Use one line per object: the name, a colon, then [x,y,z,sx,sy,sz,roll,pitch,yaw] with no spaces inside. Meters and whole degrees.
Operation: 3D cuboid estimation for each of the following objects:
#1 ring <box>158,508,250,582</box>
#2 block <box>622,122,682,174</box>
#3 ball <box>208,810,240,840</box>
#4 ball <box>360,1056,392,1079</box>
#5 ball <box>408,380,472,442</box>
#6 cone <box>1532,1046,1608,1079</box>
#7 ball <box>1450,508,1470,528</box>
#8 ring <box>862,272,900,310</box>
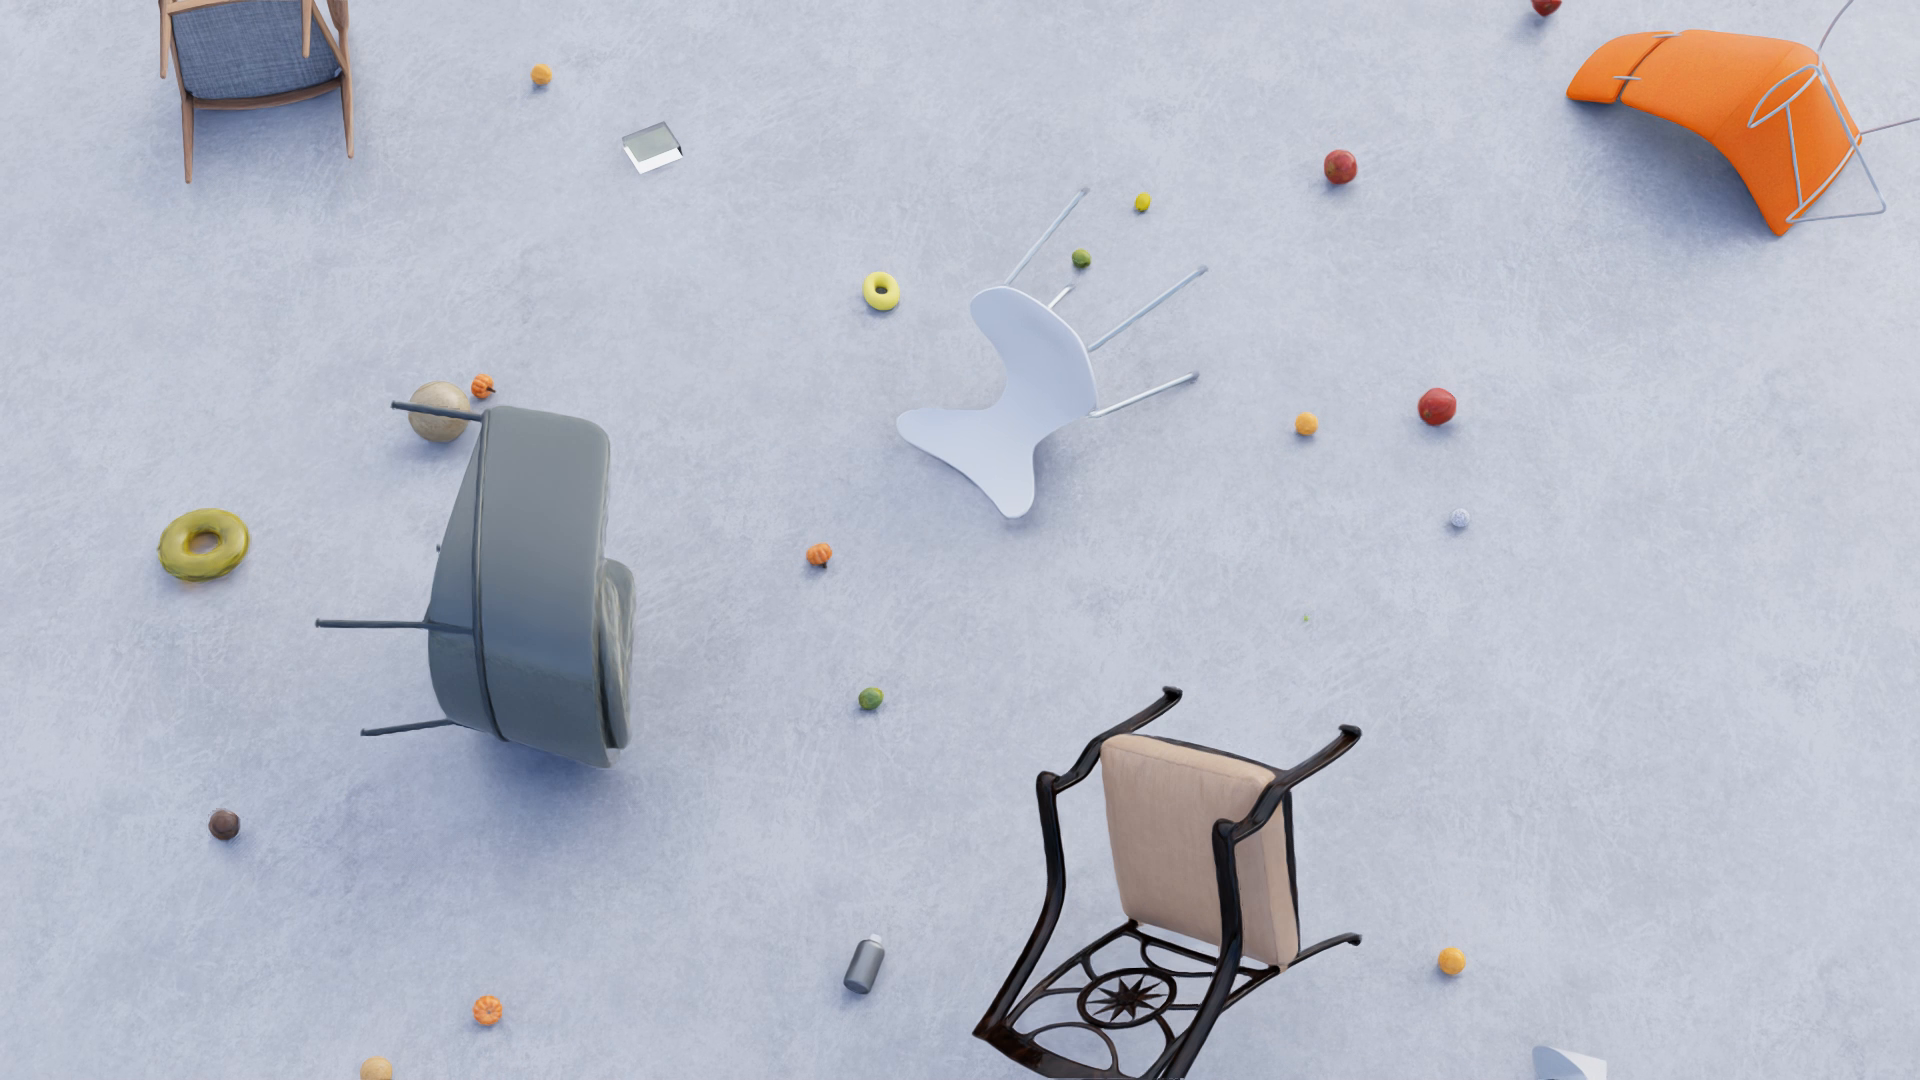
ring: [-2.242,0.013,6.519,0.266,0.068,0.252,-29,63,-24]
block: [-1.040,-1.327,7.432,0.157,0.053,0.135,-25,60,-16]
ball: [-2.007,0.778,6.002,0.083,0.083,0.083,0,56,0]
ball: [-1.490,1.359,5.613,0.082,0.082,0.082,0,56,0]
ball: [-1.592,-0.392,6.723,0.189,0.189,0.189,0,56,0]
cone: [1.607,1.363,5.623,0.162,0.129,0.251,-17,50,-37]
ball: [1.498,-0.067,6.585,0.057,0.057,0.057,0,56,0]
ring: [-0.253,-0.802,7.080,0.117,0.054,0.150,-18,57,-10]
